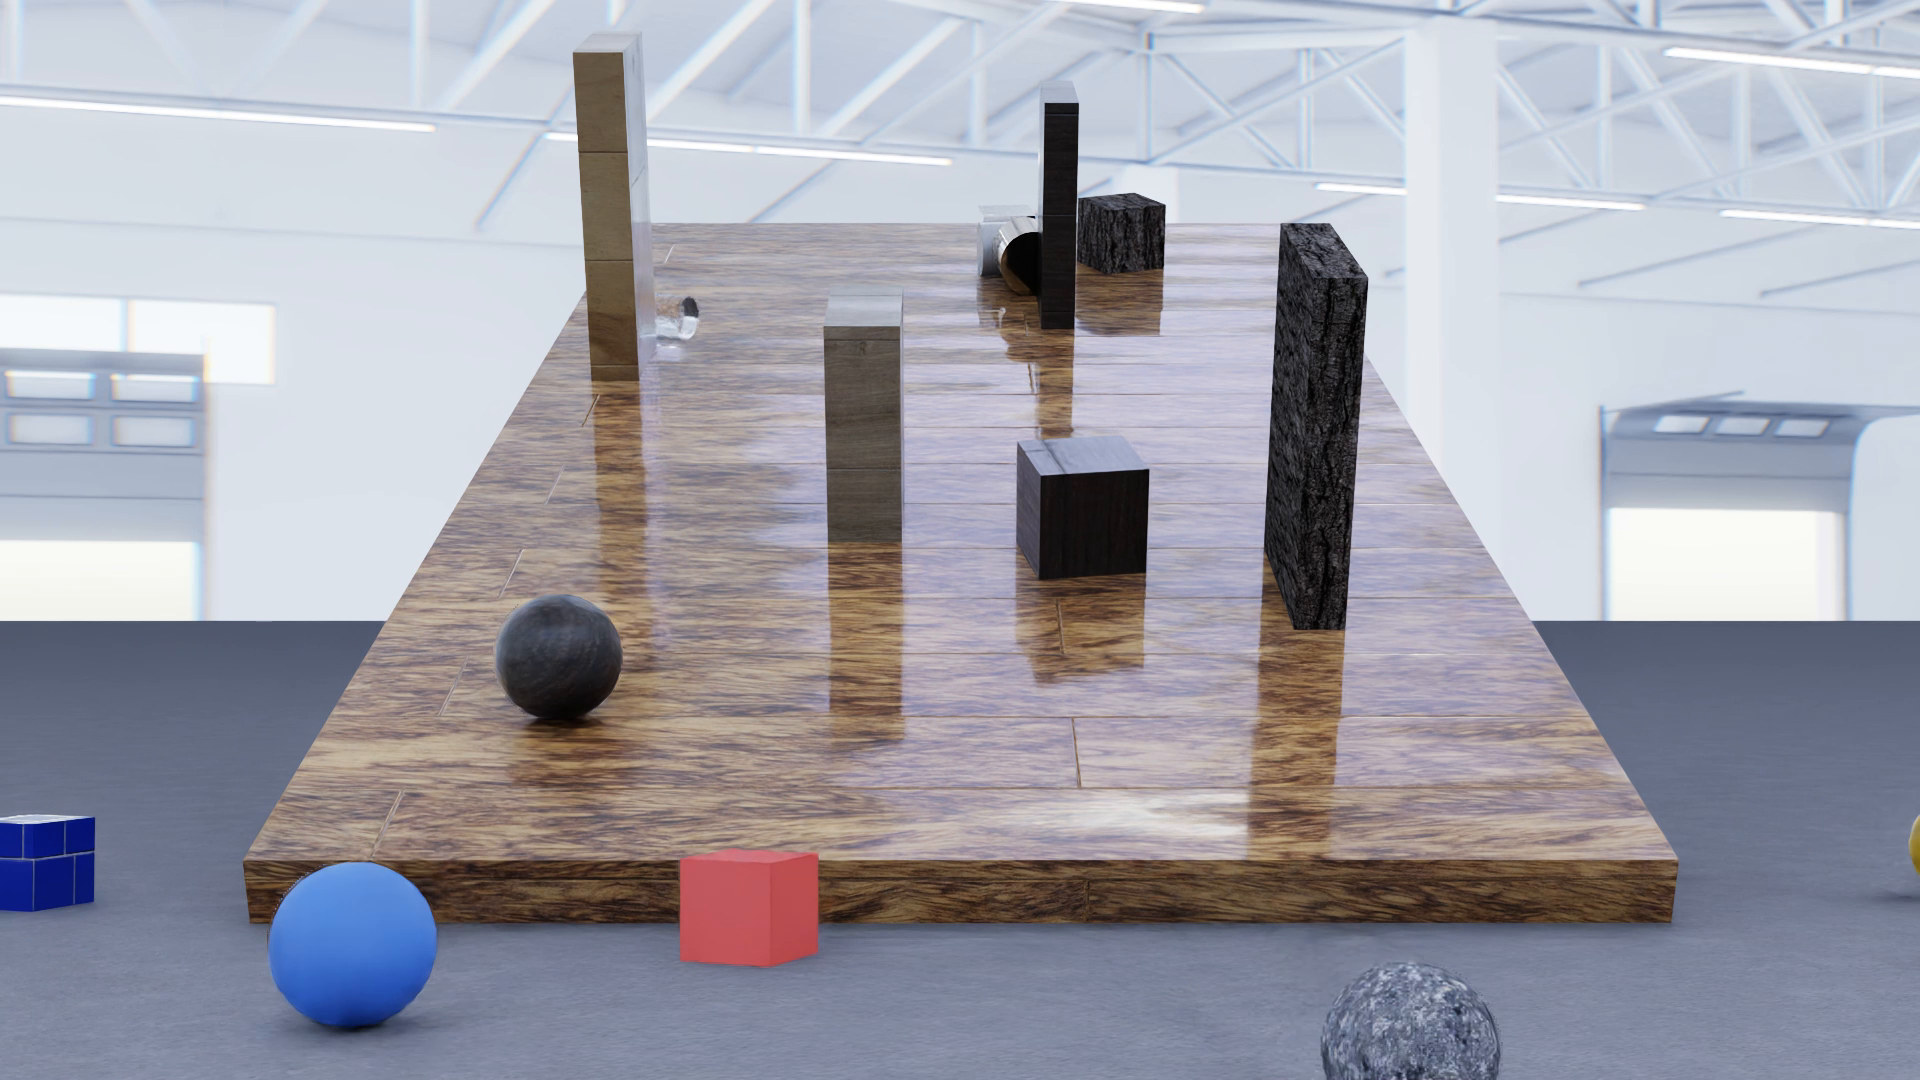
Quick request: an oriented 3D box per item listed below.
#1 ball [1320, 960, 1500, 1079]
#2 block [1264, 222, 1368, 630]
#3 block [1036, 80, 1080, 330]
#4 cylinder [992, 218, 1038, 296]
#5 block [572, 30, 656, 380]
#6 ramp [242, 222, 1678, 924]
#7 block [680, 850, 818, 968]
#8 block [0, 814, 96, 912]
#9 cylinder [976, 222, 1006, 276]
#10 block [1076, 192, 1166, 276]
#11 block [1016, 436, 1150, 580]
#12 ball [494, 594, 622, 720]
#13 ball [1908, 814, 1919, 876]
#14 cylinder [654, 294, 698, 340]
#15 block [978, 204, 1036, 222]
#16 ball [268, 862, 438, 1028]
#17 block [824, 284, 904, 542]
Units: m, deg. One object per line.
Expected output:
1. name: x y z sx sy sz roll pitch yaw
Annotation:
1. ball: 0.373 0.423 1.887 0.146 0.146 0.146 0 -2 0
2. block: 0.623 -0.208 4.022 0.089 0.624 0.406 0 21 0
3. block: 0.248 -0.862 5.831 0.085 0.572 0.334 0 21 0
4. cylinder: 0.184 -0.765 6.137 0.175 0.175 0.175 0 20 -7
5. block: -0.809 -0.790 5.365 0.112 0.762 0.337 0 21 0
6. ramp: -0.005 -0.212 5.058 2.000 0.100 4.000 0 21 0
7. block: -0.267 0.465 2.886 0.128 0.128 0.128 -1 -2 24
8. block: -1.392 0.482 3.408 0.128 0.128 0.128 -1 -2 21
9. cylinder: 0.127 -0.806 6.287 0.146 0.146 0.146 -2 -2 -6
10. block: 0.451 -0.861 6.385 0.181 0.181 0.181 -9 23 -23
11. block: 0.225 -0.063 4.233 0.202 0.202 0.202 -4 21 -10
12. ball: -0.631 0.184 3.579 0.199 0.199 0.199 0 -2 0
13. ball: 1.525 0.465 3.446 0.164 0.164 0.164 0 -2 0
14. cylinder: -0.728 -0.559 5.682 0.107 0.107 0.107 9 1 22
15. block: 0.130 -0.858 6.426 0.146 0.146 0.146 -2 21 -5
16. ball: -0.640 0.427 2.401 0.173 0.173 0.173 0 -2 0
17. block: -0.182 -0.249 4.409 0.141 0.425 0.309 0 21 0
